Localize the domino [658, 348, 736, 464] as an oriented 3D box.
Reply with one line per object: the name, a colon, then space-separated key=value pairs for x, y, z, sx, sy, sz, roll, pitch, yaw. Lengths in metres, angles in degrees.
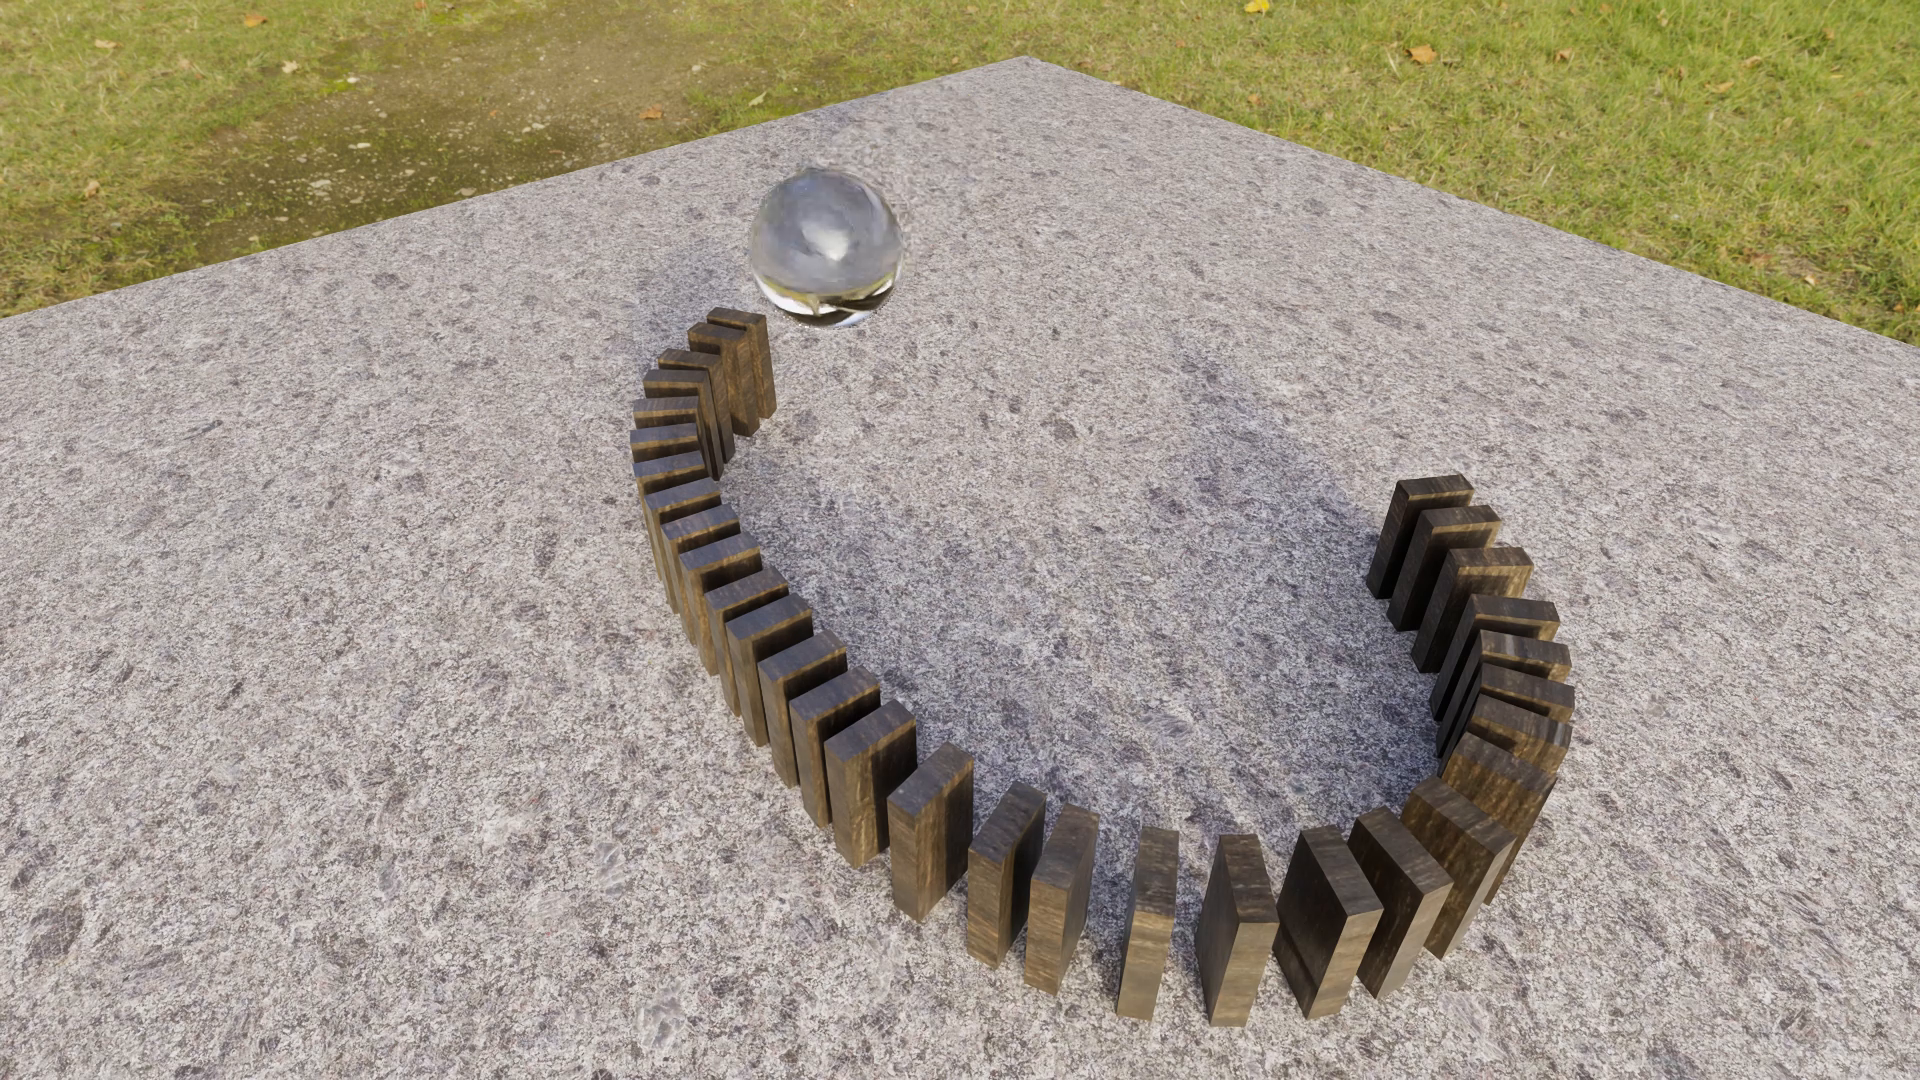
domino: x=-0.115 y=-0.058 z=0.483 sx=0.025 sy=0.050 sz=0.009 roll=10 pitch=40 yaw=12

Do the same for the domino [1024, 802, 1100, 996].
domino: x=0.027 y=0.096 z=0.294 sx=0.009 sy=0.050 sz=0.025 roll=16 pitch=42 yaw=18

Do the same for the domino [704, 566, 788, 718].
domino: x=-0.069 y=0.035 z=0.369 sx=0.025 sy=0.050 sz=0.009 roll=-23 pitch=44 yaw=-25

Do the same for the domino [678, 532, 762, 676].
domino: x=-0.081 y=0.023 z=0.384 sx=0.025 sy=0.050 sz=0.009 roll=-21 pitch=44 yaw=-23

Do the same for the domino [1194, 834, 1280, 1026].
domino: x=0.071 y=0.102 z=0.287 sx=0.010 sy=0.050 sz=0.025 roll=0 pitch=39 yaw=0

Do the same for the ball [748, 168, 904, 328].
ball: x=-0.069 y=-0.151 z=0.573 sx=0.080 sy=0.080 sz=0.080 roll=0 pitch=39 yaw=0

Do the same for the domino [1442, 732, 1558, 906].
domino: x=0.148 y=0.080 z=0.314 sx=0.025 sy=0.050 sz=0.009 roll=28 pitch=47 yaw=30

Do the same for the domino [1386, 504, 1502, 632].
domino: x=0.174 y=0.011 z=0.398 sx=0.025 sy=0.050 sz=0.009 roll=-5 pitch=40 yaw=-6

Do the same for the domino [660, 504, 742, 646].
domino: x=-0.090 y=0.013 z=0.396 sx=0.025 sy=0.050 sz=0.010 roll=-21 pitch=44 yaw=-24

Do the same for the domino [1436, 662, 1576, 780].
domino: x=0.166 y=0.062 z=0.336 sx=0.025 sy=0.050 sz=0.009 roll=15 pitch=42 yaw=17

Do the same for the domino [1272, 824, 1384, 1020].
domino: x=0.095 y=0.101 z=0.288 sx=0.009 sy=0.050 sz=0.025 roll=-8 pitch=40 yaw=-10

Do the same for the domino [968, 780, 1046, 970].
domino: x=0.012 y=0.092 z=0.300 sx=0.010 sy=0.050 sz=0.025 roll=20 pitch=44 yaw=23

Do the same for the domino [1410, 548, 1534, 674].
domino: x=0.177 y=0.025 z=0.381 sx=0.025 sy=0.050 sz=0.010 roll=-1 pitch=39 yaw=-2

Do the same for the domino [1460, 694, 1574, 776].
domino: x=0.159 y=0.070 z=0.326 sx=0.025 sy=0.050 sz=0.009 roll=20 pitch=44 yaw=23

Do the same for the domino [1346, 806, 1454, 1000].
domino: x=0.112 y=0.097 z=0.293 sx=0.010 sy=0.050 sz=0.025 roll=-16 pitch=42 yaw=-18

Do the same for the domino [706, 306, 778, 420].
domino: x=-0.101 y=-0.082 z=0.511 sx=0.025 sy=0.050 sz=0.010 roll=12 pitch=41 yaw=15

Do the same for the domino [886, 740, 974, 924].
domino: x=-0.008 y=0.083 z=0.310 sx=0.010 sy=0.050 sz=0.025 roll=27 pitch=46 yaw=29

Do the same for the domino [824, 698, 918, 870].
domino: x=-0.025 y=0.072 z=0.323 sx=0.025 sy=0.050 sz=0.009 roll=-29 pitch=47 yaw=-30

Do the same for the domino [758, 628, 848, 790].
domino: x=-0.048 y=0.054 z=0.346 sx=0.025 sy=0.050 sz=0.009 roll=-25 pitch=45 yaw=-27

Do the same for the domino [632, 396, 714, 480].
domino: x=-0.117 y=-0.035 z=0.454 sx=0.025 sy=0.050 sz=0.009 roll=-4 pitch=39 yaw=-4

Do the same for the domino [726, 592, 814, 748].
domino: x=-0.060 y=0.043 z=0.359 sx=0.025 sy=0.050 sz=0.009 roll=-24 pitch=45 yaw=-27

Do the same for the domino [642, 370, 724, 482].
domino: x=-0.118 y=-0.049 z=0.471 sx=0.025 sy=0.050 sz=0.009 roll=2 pitch=39 yaw=3

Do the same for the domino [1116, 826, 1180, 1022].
domino: x=0.049 y=0.101 z=0.288 sx=0.009 sy=0.050 sz=0.025 roll=7 pitch=40 yaw=9

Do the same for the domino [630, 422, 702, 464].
domino: x=-0.114 y=-0.022 z=0.438 sx=0.025 sy=0.050 sz=0.009 roll=-8 pitch=40 yaw=-10

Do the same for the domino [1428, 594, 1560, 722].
domino: x=0.175 y=0.041 z=0.362 sx=0.025 sy=0.050 sz=0.009 roll=6 pitch=40 yaw=7

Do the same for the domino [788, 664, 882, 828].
domino: x=-0.036 y=0.063 z=0.334 sx=0.025 sy=0.050 sz=0.010 roll=-25 pitch=46 yaw=-28

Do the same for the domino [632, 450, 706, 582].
domino: x=-0.108 y=-0.009 z=0.422 sx=0.025 sy=0.050 sz=0.010 roll=-14 pitch=41 yaw=-16

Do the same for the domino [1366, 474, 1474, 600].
domino: x=0.172 y=-0.001 z=0.412 sx=0.025 sy=0.050 sz=0.009 roll=-6 pitch=40 yaw=-7

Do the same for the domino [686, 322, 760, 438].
domino: x=-0.107 y=-0.073 z=0.500 sx=0.025 sy=0.050 sz=0.010 roll=15 pitch=42 yaw=17

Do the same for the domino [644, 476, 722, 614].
domino: x=-0.099 y=0.003 z=0.408 sx=0.025 sy=0.050 sz=0.010 roll=-19 pitch=43 yaw=-22

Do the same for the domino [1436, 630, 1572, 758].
domino: x=0.171 y=0.052 z=0.348 sx=0.025 sy=0.050 sz=0.010 roll=10 pitch=40 yaw=12

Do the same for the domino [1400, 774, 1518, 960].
domino: x=0.131 y=0.090 z=0.301 sx=0.009 sy=0.050 sz=0.025 roll=-25 pitch=45 yaw=-27
